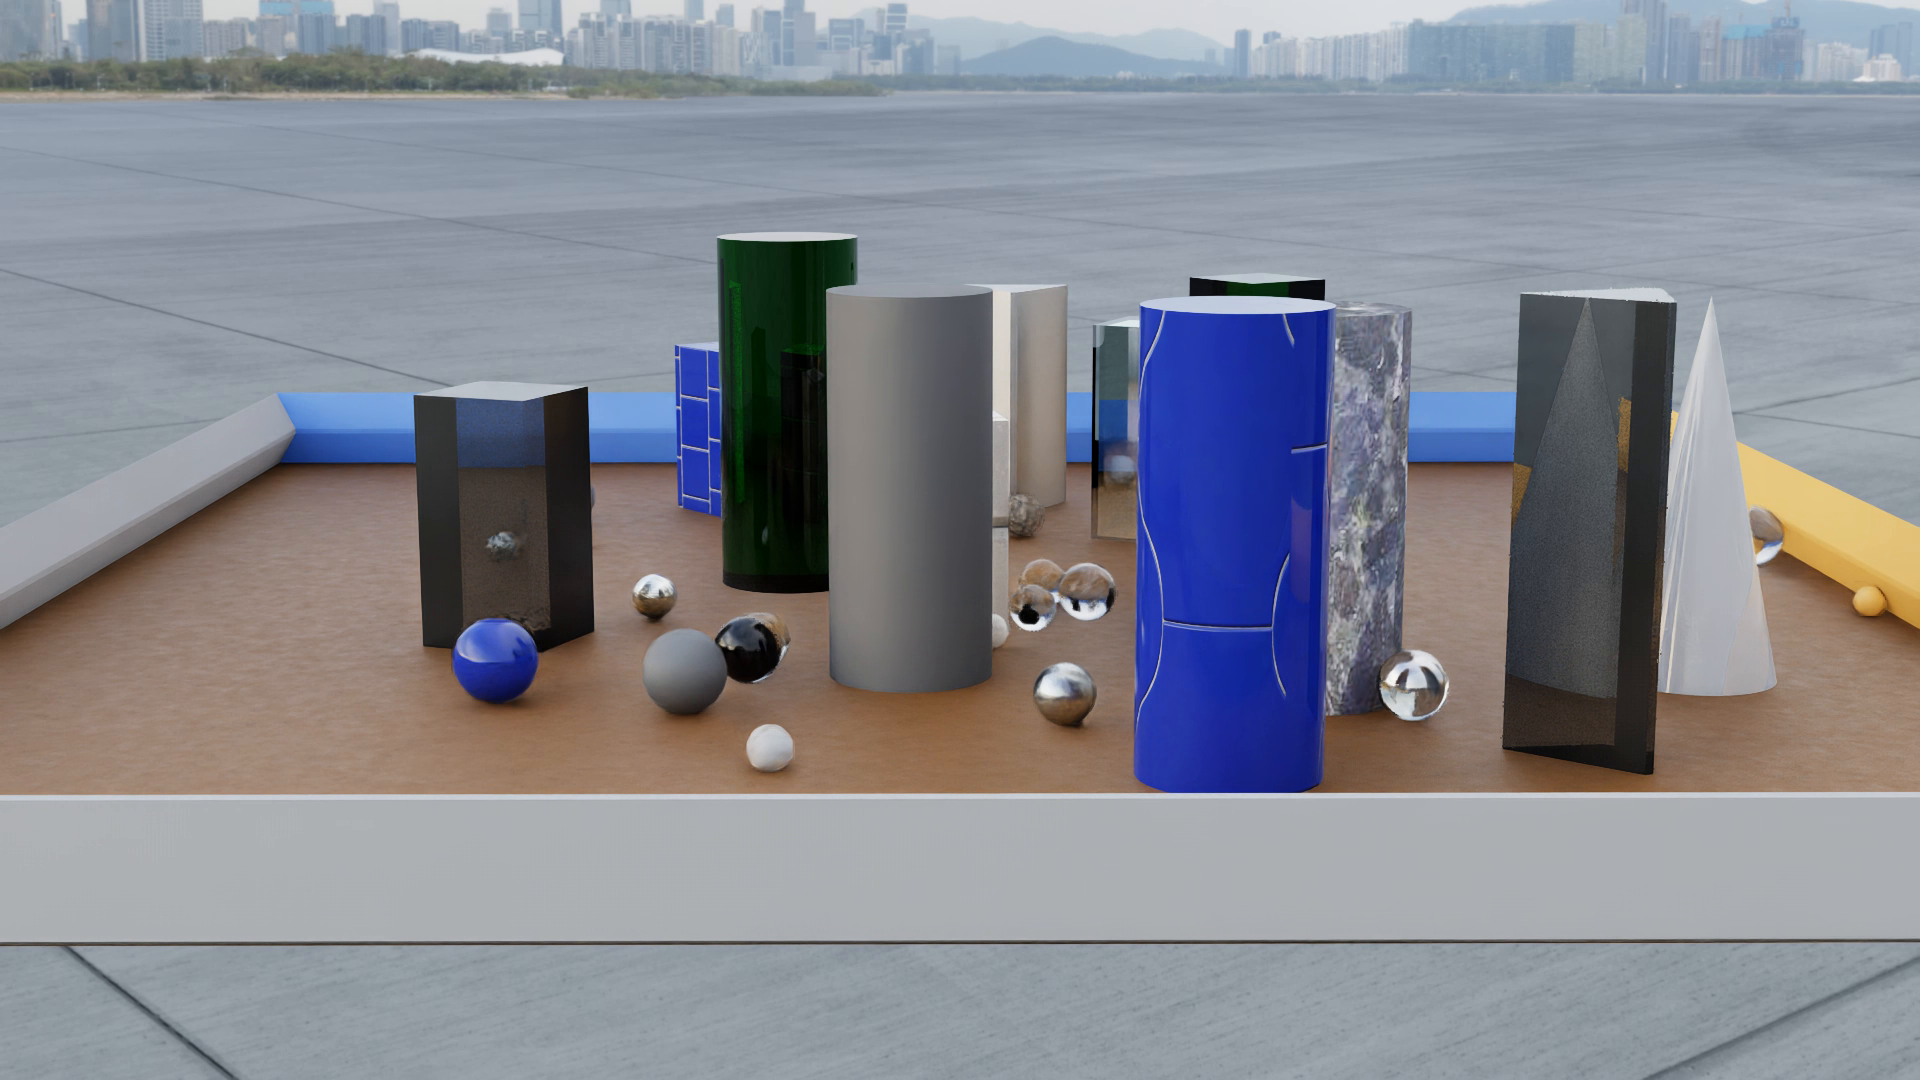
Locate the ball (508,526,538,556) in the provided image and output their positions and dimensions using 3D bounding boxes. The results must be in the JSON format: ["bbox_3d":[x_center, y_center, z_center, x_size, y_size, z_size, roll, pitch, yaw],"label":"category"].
[{"bbox_3d":[-0.655,0.002,3.845,0.047,0.047,0.047,0,10,0],"label":"ball"}]

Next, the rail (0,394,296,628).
[{"bbox_3d":[-1.233,0.034,3.442,0.045,0.128,2.661,0,10,0],"label":"rail"}]

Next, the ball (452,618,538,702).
[{"bbox_3d":[-0.537,0.139,2.964,0.099,0.099,0.099,0,10,0],"label":"ball"}]

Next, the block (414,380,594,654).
[{"bbox_3d":[-0.579,-0.031,3.270,0.158,0.321,0.158,4,11,22],"label":"block"}]

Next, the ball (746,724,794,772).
[{"bbox_3d":[-0.198,0.217,2.676,0.050,0.050,0.050,0,10,0],"label":"ball"}]

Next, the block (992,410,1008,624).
[{"bbox_3d":[-0.030,-0.029,3.386,0.158,0.276,0.158,-2,11,-11],"label":"block"}]

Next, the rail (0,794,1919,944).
[{"bbox_3d":[0.008,0.271,2.164,2.514,0.128,0.045,0,10,0],"label":"rail"}]

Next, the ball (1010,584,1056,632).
[{"bbox_3d":[0.095,0.089,3.339,0.061,0.061,0.061,0,10,0],"label":"ball"}]

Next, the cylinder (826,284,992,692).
[{"bbox_3d":[-0.059,-0.067,3.069,0.197,0.464,0.197,0,10,0],"label":"cylinder"}]

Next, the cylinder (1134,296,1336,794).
[{"bbox_3d":[0.279,0.003,2.627,0.197,0.488,0.197,0,10,0],"label":"cylinder"}]

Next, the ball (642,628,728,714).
[{"bbox_3d":[-0.313,0.149,2.915,0.097,0.097,0.097,0,10,0],"label":"ball"}]

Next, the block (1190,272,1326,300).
[{"bbox_3d":[0.490,-0.246,4.268,0.158,0.380,0.158,-7,13,-34],"label":"block"}]

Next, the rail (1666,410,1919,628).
[{"bbox_3d":[1.233,0.032,3.456,0.045,0.128,2.661,0,10,0],"label":"rail"}]

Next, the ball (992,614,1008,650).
[{"bbox_3d":[0.039,0.115,3.238,0.045,0.045,0.045,0,10,0],"label":"ball"}]

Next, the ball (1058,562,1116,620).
[{"bbox_3d":[0.169,0.068,3.402,0.078,0.078,0.078,0,10,0],"label":"ball"}]

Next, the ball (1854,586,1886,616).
[{"bbox_3d":[1.215,0.082,3.428,0.041,0.041,0.041,0,10,0],"label":"ball"}]

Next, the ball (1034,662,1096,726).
[{"bbox_3d":[0.117,0.172,2.865,0.070,0.070,0.070,0,10,0],"label":"ball"}]

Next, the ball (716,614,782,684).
[{"bbox_3d":[-0.252,0.130,3.060,0.081,0.081,0.081,0,10,0],"label":"ball"}]

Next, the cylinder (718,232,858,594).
[{"bbox_3d":[-0.242,-0.184,3.632,0.197,0.490,0.197,0,10,0],"label":"cylinder"}]

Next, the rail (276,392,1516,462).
[{"bbox_3d":[-0.008,-0.205,4.734,2.514,0.128,0.045,0,10,0],"label":"rail"}]

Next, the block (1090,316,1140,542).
[{"bbox_3d":[0.308,-0.173,4.002,0.158,0.334,0.158,5,12,24],"label":"block"}]

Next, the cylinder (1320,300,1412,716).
[{"bbox_3d":[0.416,-0.041,2.965,0.197,0.453,0.197,0,10,0],"label":"cylinder"}]

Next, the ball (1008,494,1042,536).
[{"bbox_3d":[0.097,-0.039,4.016,0.064,0.064,0.064,0,10,0],"label":"ball"}]

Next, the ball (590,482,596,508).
[{"bbox_3d":[-0.629,-0.072,4.160,0.077,0.077,0.077,0,10,0],"label":"ball"}]

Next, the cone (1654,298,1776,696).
[{"bbox_3d":[0.883,-0.062,3.055,0.197,0.460,0.197,0,10,0],"label":"cone"}]

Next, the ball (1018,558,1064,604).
[{"bbox_3d":[0.113,0.059,3.483,0.067,0.067,0.067,0,10,0],"label":"ball"}]

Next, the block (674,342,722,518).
[{"bbox_3d":[-0.360,-0.186,4.248,0.158,0.271,0.158,-8,13,-38],"label":"block"}]

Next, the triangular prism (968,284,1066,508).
[{"bbox_3d":[0.070,-0.240,4.278,0.148,0.365,0.171,7,12,32],"label":"triangular prism"}]

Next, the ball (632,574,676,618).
[{"bbox_3d":[-0.408,0.075,3.420,0.058,0.058,0.058,0,10,0],"label":"ball"}]

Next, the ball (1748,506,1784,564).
[{"bbox_3d":[1.169,-0.006,3.779,0.086,0.086,0.086,0,10,0],"label":"ball"}]

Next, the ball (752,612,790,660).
[{"bbox_3d":[-0.242,0.122,3.139,0.069,0.069,0.069,0,10,0],"label":"ball"}]

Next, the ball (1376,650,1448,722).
[{"bbox_3d":[0.508,0.163,2.882,0.080,0.080,0.080,0,10,0],"label":"ball"}]

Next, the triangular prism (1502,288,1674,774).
[{"bbox_3d":[0.698,-0.018,2.731,0.171,0.491,0.148,9,13,39],"label":"triangular prism"}]
